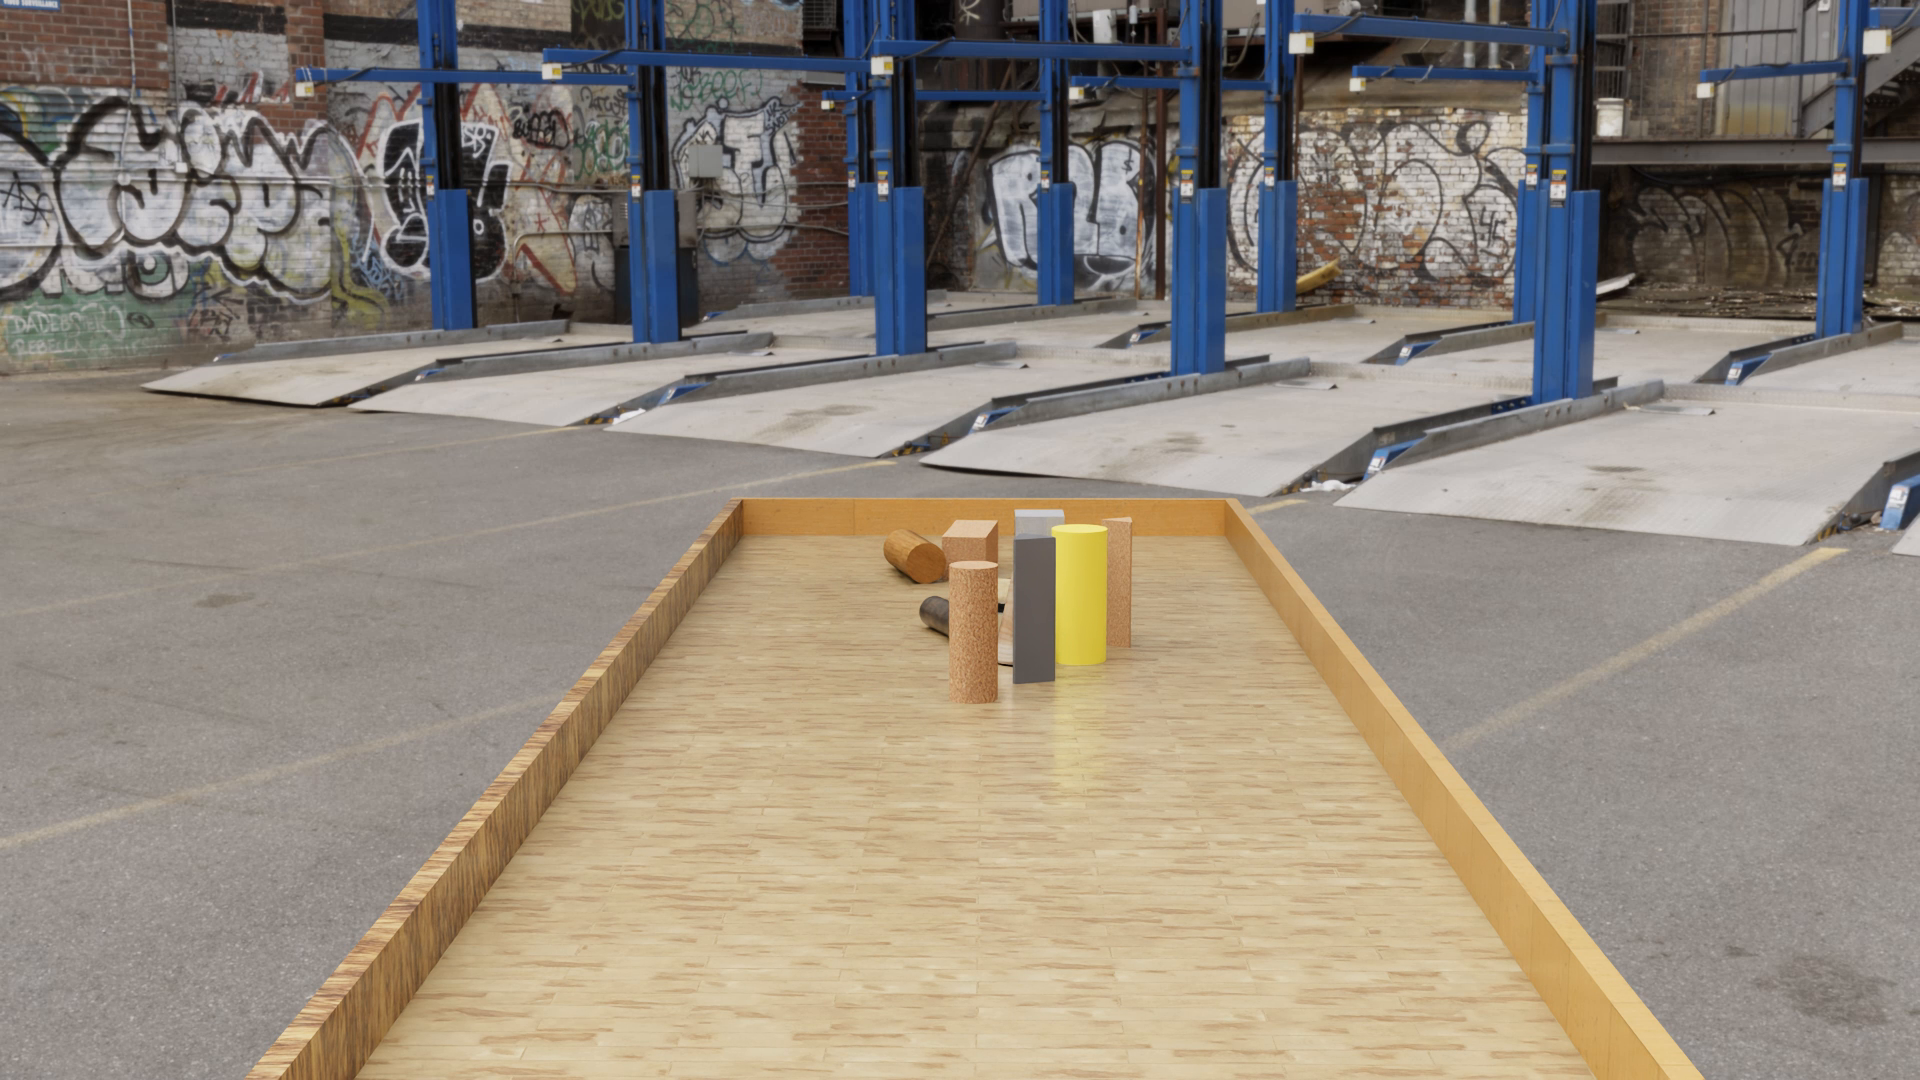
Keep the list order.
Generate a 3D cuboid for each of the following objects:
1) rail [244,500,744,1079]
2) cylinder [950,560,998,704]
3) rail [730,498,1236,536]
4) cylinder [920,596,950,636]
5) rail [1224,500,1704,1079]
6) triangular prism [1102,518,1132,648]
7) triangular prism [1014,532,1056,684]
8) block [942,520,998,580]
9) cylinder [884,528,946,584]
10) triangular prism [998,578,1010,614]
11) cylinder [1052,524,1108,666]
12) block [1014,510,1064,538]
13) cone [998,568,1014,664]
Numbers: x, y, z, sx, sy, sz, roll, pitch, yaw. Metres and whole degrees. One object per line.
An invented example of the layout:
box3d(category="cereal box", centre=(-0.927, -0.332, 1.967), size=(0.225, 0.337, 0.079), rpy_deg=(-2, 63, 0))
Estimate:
box3d(category="rail", centre=(-1.004, 0.839, 3.234), size=(0.050, 0.150, 12.000), rpy_deg=(0, 9, 1))
box3d(category="cylinder", centre=(0.038, 0.258, 6.164), size=(0.137, 0.381, 0.137), rpy_deg=(0, 9, 0))
box3d(category="rail", centre=(0.099, -0.098, 9.147), size=(2.100, 0.150, 0.050), rpy_deg=(0, 9, 1))
box3d(category="cylinder", centre=(-0.008, 0.263, 7.021), size=(0.104, 0.104, 0.402), rpy_deg=(-4, 10, -22))
box3d(category="rail", centre=(1.046, 0.843, 3.208), size=(0.050, 0.150, 12.000), rpy_deg=(0, 9, 1))
box3d(category="triangular prism", centre=(0.511, 0.131, 6.914), size=(0.106, 0.398, 0.092), rpy_deg=(6, 11, 31))
box3d(category="triangular prism", centre=(0.198, 0.196, 6.414), size=(0.129, 0.424, 0.112), rpy_deg=(-3, 10, -19))
box3d(category="block", centre=(0.040, 0.036, 8.264), size=(0.161, 0.161, 0.423), rpy_deg=(1, 9, 7))
box3d(category="cylinder", centre=(-0.171, 0.058, 8.163), size=(0.150, 0.150, 0.355), rpy_deg=(-2, 9, -15))
box3d(category="triangular prism", centre=(0.297, 0.191, 7.431), size=(0.425, 0.110, 0.128), rpy_deg=(3, 10, 17))
box3d(category="cylinder", centre=(0.361, 0.165, 6.680), size=(0.169, 0.404, 0.169), rpy_deg=(0, 9, 0))
box3d(category="block", centre=(0.250, 0.118, 6.957), size=(0.154, 0.410, 0.154), rpy_deg=(0, 9, 0))
box3d(category="cone", centre=(0.188, 0.165, 6.661), size=(0.178, 0.401, 0.178), rpy_deg=(0, 7, 0))
